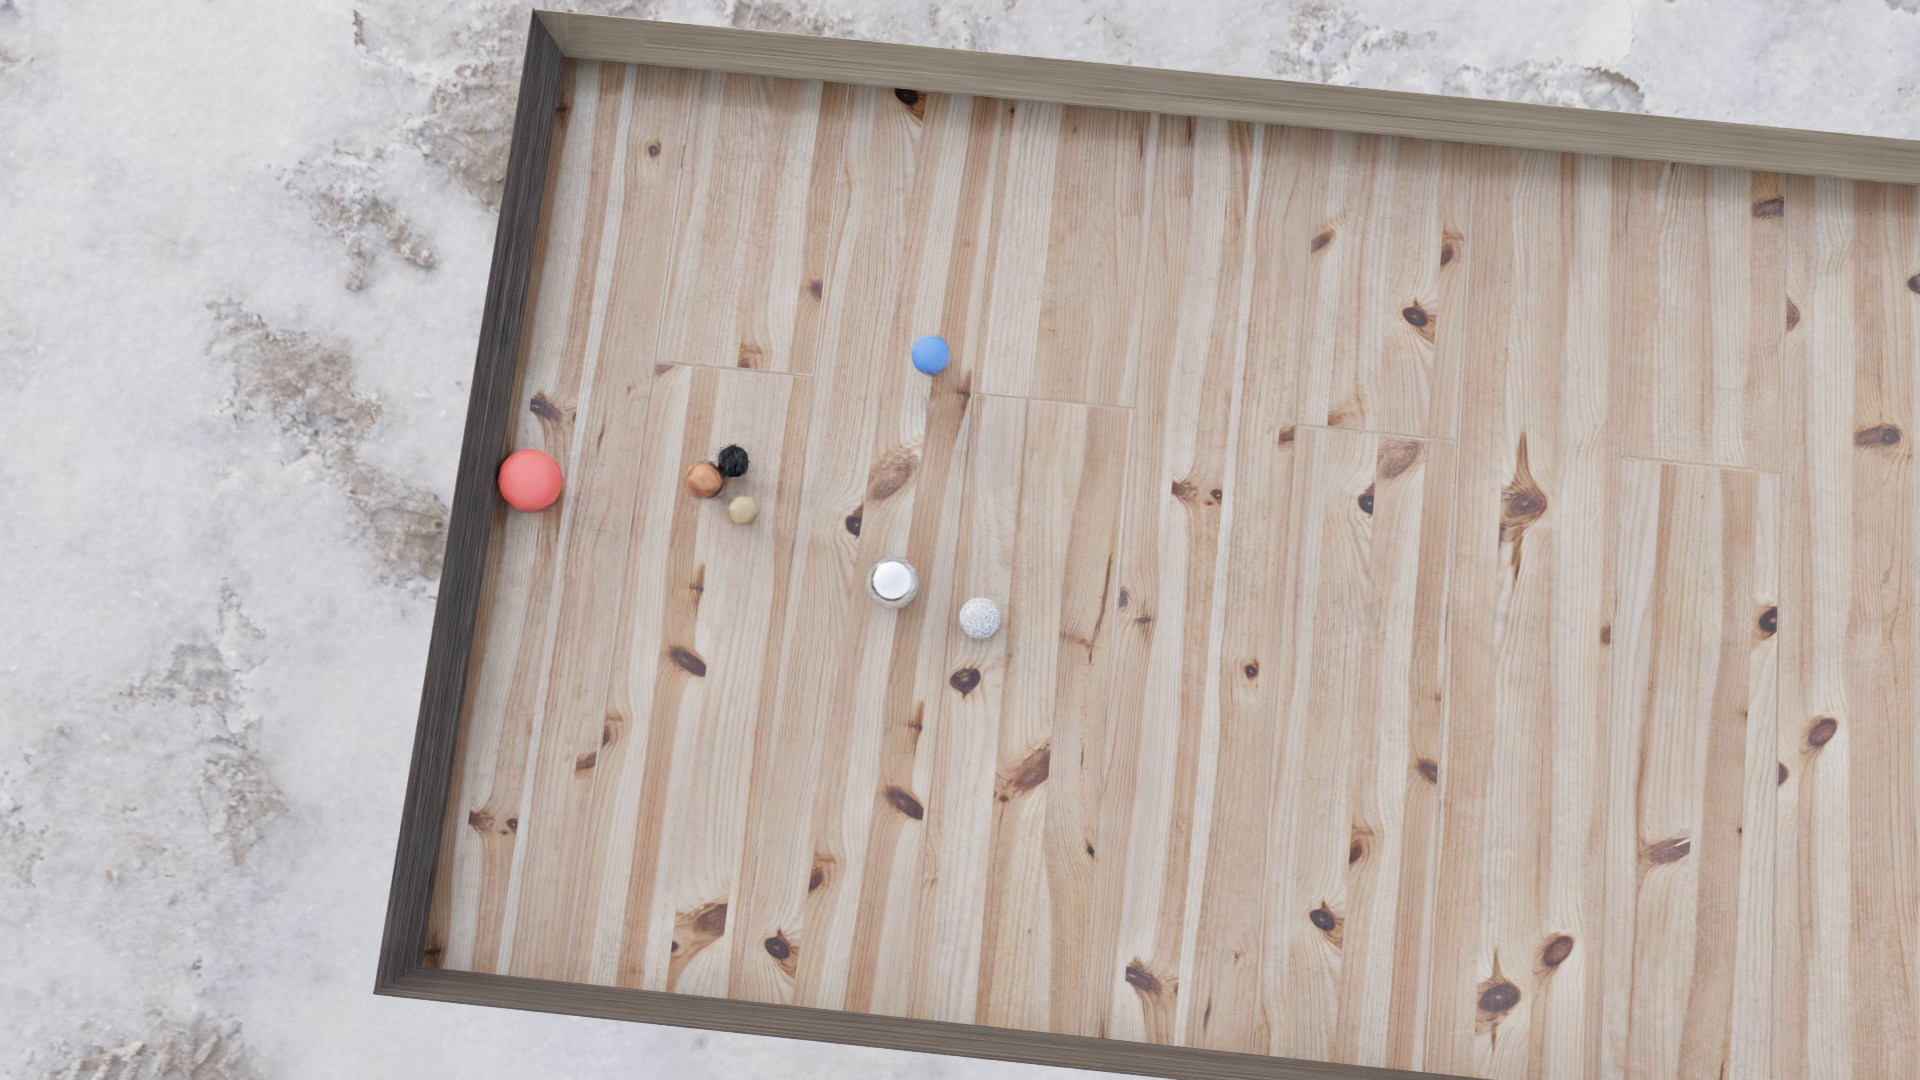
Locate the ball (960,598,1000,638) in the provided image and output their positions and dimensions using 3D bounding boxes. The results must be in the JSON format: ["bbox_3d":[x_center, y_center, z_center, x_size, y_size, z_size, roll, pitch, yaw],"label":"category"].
[{"bbox_3d":[0.030,0.117,3.300,0.062,0.062,0.062,0,77,0],"label":"ball"}]

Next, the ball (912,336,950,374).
[{"bbox_3d":[-0.045,-0.285,3.398,0.059,0.059,0.059,0,77,0],"label":"ball"}]

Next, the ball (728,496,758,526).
[{"bbox_3d":[-0.330,-0.045,3.348,0.046,0.046,0.046,0,77,0],"label":"ball"}]

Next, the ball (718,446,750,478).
[{"bbox_3d":[-0.347,-0.120,3.364,0.048,0.048,0.048,0,77,0],"label":"ball"}]

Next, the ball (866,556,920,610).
[{"bbox_3d":[-0.102,0.063,3.303,0.081,0.081,0.081,0,77,0],"label":"ball"}]

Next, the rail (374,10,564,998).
[{"bbox_3d":[-0.722,-0.080,3.315,0.045,0.124,1.515,6,77,1],"label":"rail"}]

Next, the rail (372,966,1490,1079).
[{"bbox_3d":[0.670,0.777,3.110,2.997,0.124,0.045,6,77,1],"label":"rail"}]

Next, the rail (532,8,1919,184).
[{"bbox_3d":[0.820,-0.643,3.449,2.997,0.124,0.045,6,77,1],"label":"rail"}]

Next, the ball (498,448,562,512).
[{"bbox_3d":[-0.651,-0.091,3.333,0.096,0.096,0.096,0,77,0],"label":"ball"}]

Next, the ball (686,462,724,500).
[{"bbox_3d":[-0.389,-0.091,3.353,0.057,0.057,0.057,0,77,0],"label":"ball"}]
